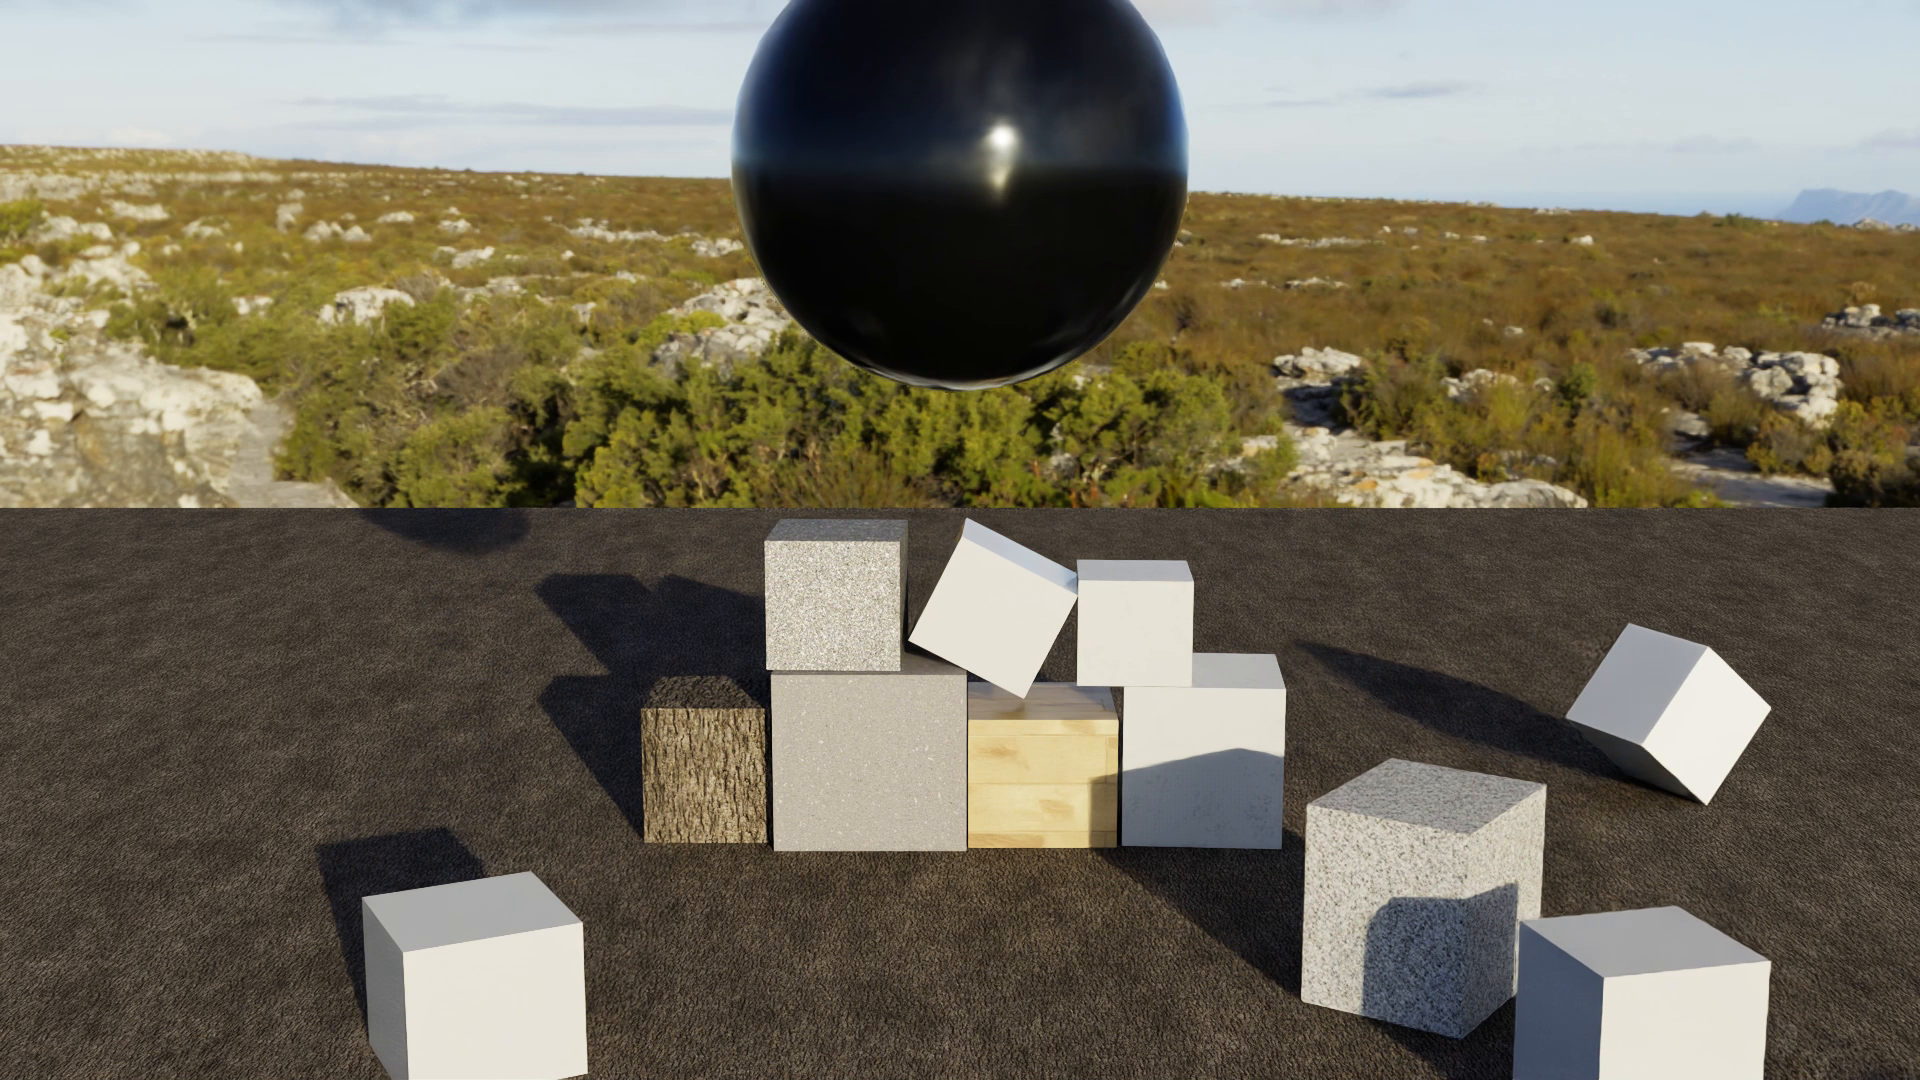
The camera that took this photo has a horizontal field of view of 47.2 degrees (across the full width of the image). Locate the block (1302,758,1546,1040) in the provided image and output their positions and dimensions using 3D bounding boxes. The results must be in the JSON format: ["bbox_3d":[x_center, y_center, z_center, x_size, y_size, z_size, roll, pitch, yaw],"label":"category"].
[{"bbox_3d":[1.934,1.465,9.150,0.697,0.844,0.834,7,12,34],"label":"block"}]

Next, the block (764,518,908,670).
[{"bbox_3d":[-0.617,0.270,11.197,0.666,0.652,0.641,0,10,2],"label":"block"}]

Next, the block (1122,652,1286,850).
[{"bbox_3d":[1.241,1.073,11.357,0.799,0.826,0.756,1,10,4],"label":"block"}]

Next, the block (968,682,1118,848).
[{"bbox_3d":[0.415,1.152,11.381,0.746,0.662,0.777,0,10,0],"label":"block"}]

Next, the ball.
[{"bbox_3d":[0.000,-1.320,7.659,1.600,1.600,1.600,0,10,0],"label":"ball"}]

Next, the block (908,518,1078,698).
[{"bbox_3d":[0.176,0.337,11.219,0.646,0.588,0.634,27,9,-2],"label":"block"}]

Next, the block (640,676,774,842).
[{"bbox_3d":[-1.269,1.128,11.403,0.656,0.700,0.675,0,10,0],"label":"block"}]

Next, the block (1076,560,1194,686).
[{"bbox_3d":[0.878,0.416,11.164,0.567,0.532,0.562,1,10,2],"label":"block"}]

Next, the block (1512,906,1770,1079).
[{"bbox_3d":[2.406,1.767,7.819,0.637,0.723,0.581,-3,10,-14],"label":"block"}]

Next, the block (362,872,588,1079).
[{"bbox_3d":[-1.873,1.711,8.466,0.674,0.603,0.667,-5,12,-27],"label":"block"}]

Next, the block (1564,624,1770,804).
[{"bbox_3d":[3.842,0.939,11.949,0.601,0.641,0.623,39,-7,-25],"label":"block"}]

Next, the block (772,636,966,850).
[{"bbox_3d":[-0.450,1.032,11.357,0.963,0.905,0.879,0,10,0],"label":"block"}]
